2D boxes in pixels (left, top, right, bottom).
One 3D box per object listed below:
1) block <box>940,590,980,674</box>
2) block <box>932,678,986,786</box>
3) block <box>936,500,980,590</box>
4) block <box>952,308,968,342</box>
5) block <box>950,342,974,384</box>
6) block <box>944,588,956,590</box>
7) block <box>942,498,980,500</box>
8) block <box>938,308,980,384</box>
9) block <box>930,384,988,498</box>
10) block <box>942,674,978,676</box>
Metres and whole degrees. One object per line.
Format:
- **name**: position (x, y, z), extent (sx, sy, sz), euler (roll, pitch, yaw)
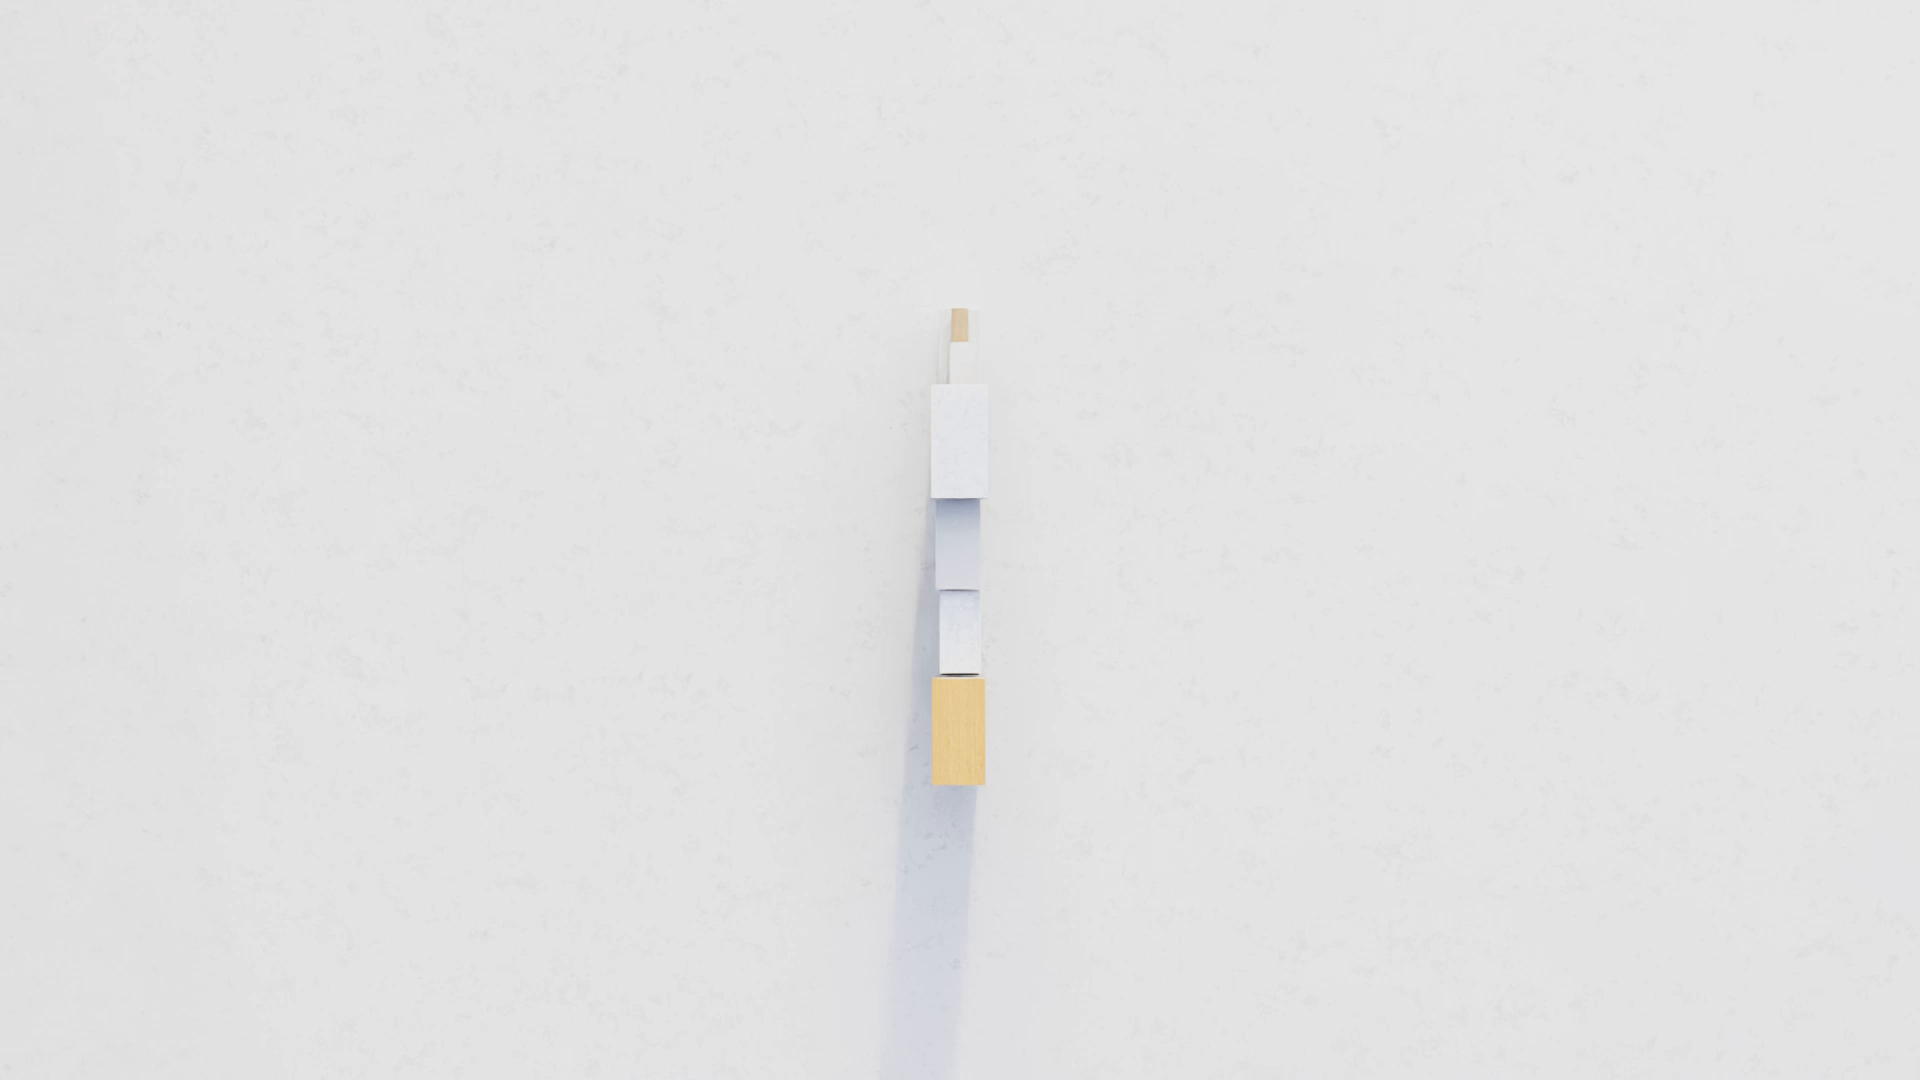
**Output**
- **block**: position (0.001, 0.276, 4.962), extent (0.124, 0.035, 0.247), euler (0, 90, 0)
- **block**: position (-0.003, 0.560, 4.828), extent (0.155, 0.044, 0.310), euler (0, 90, 0)
- **block**: position (-0.006, 0.014, 4.942), extent (0.132, 0.037, 0.265), euler (0, 88, 0)
- **block**: position (0.000, -0.663, 5.095), extent (0.052, 0.015, 0.104), euler (0, 90, 0)
- **block**: position (0.005, -0.534, 5.053), extent (0.072, 0.020, 0.144), euler (0, 90, 0)
- **block**: position (-0.003, 0.094, 5.302), extent (0.092, 0.026, 0.184), euler (1, 89, 0)
- **block**: position (0.005, -0.123, 5.246), extent (0.119, 0.034, 0.238), euler (0, 90, 0)
- **block**: position (-0.003, -0.603, 5.225), extent (0.128, 0.036, 0.257), euler (0, 90, 0)
- **block**: position (-0.002, -0.290, 4.871), extent (0.167, 0.047, 0.334), euler (0, 90, 0)
- **block**: position (0.000, 0.309, 5.244), extent (0.120, 0.034, 0.239), euler (0, 90, 0)
